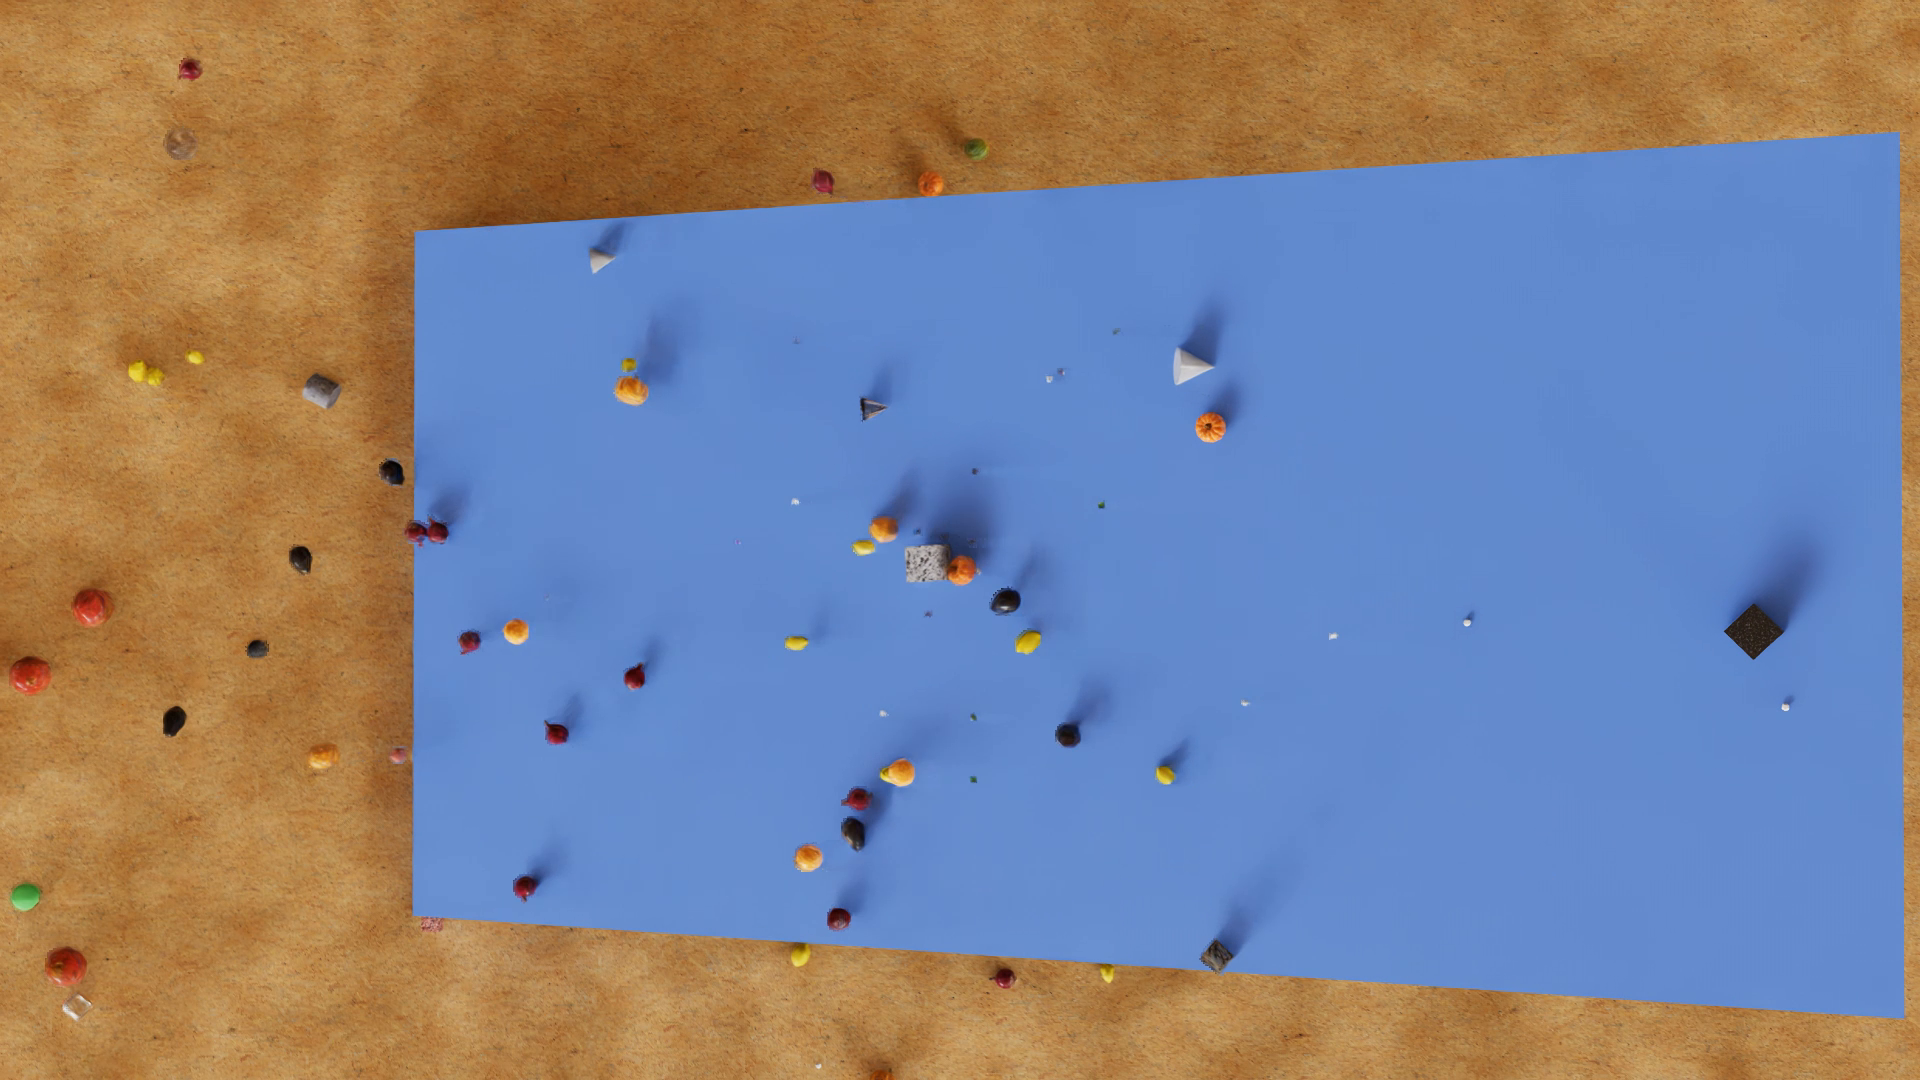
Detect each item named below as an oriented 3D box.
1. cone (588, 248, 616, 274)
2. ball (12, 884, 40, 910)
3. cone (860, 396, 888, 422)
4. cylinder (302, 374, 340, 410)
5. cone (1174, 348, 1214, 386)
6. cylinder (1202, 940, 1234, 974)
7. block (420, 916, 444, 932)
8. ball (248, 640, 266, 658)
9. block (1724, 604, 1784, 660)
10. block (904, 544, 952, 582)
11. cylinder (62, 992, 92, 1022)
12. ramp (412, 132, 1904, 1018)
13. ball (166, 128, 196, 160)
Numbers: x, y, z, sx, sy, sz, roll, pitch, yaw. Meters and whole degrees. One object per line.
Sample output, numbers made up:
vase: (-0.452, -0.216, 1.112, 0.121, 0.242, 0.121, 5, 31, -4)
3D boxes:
cone: (-1.001, -0.792, 6.186, 0.074, 0.074, 0.074, -14, 89, -12)
ball: (-2.749, 1.048, 6.469, 0.077, 0.077, 0.077, 0, 89, 0)
cone: (-0.228, -0.351, 5.875, 0.073, 0.073, 0.073, -5, 89, -5)
cylinder: (-1.883, -0.437, 6.486, 0.081, 0.081, 0.081, 26, 89, 0)
cone: (0.595, -0.438, 5.545, 0.097, 0.097, 0.097, 1, 89, -5)
cylinder: (0.645, 1.043, 5.498, 0.059, 0.059, 0.059, 41, 89, 18)
block: (-1.555, 1.124, 6.480, 0.054, 0.054, 0.054, 0, 89, 0)
ball: (-2.076, 0.322, 6.491, 0.052, 0.052, 0.052, 0, 89, 0)
block: (1.816, 0.209, 5.030, 0.091, 0.091, 0.091, -47, 74, 15)
block: (-0.082, 0.062, 5.780, 0.093, 0.093, 0.093, -5, 88, 21)
cylinder: (-2.599, 1.375, 6.473, 0.059, 0.059, 0.059, 39, 89, 2)
ramp: (0.282, 0.087, 5.739, 4.000, 0.100, 2.000, 0, 89, 22)
ball: (-2.299, -1.169, 6.492, 0.088, 0.088, 0.088, 0, 89, 0)
